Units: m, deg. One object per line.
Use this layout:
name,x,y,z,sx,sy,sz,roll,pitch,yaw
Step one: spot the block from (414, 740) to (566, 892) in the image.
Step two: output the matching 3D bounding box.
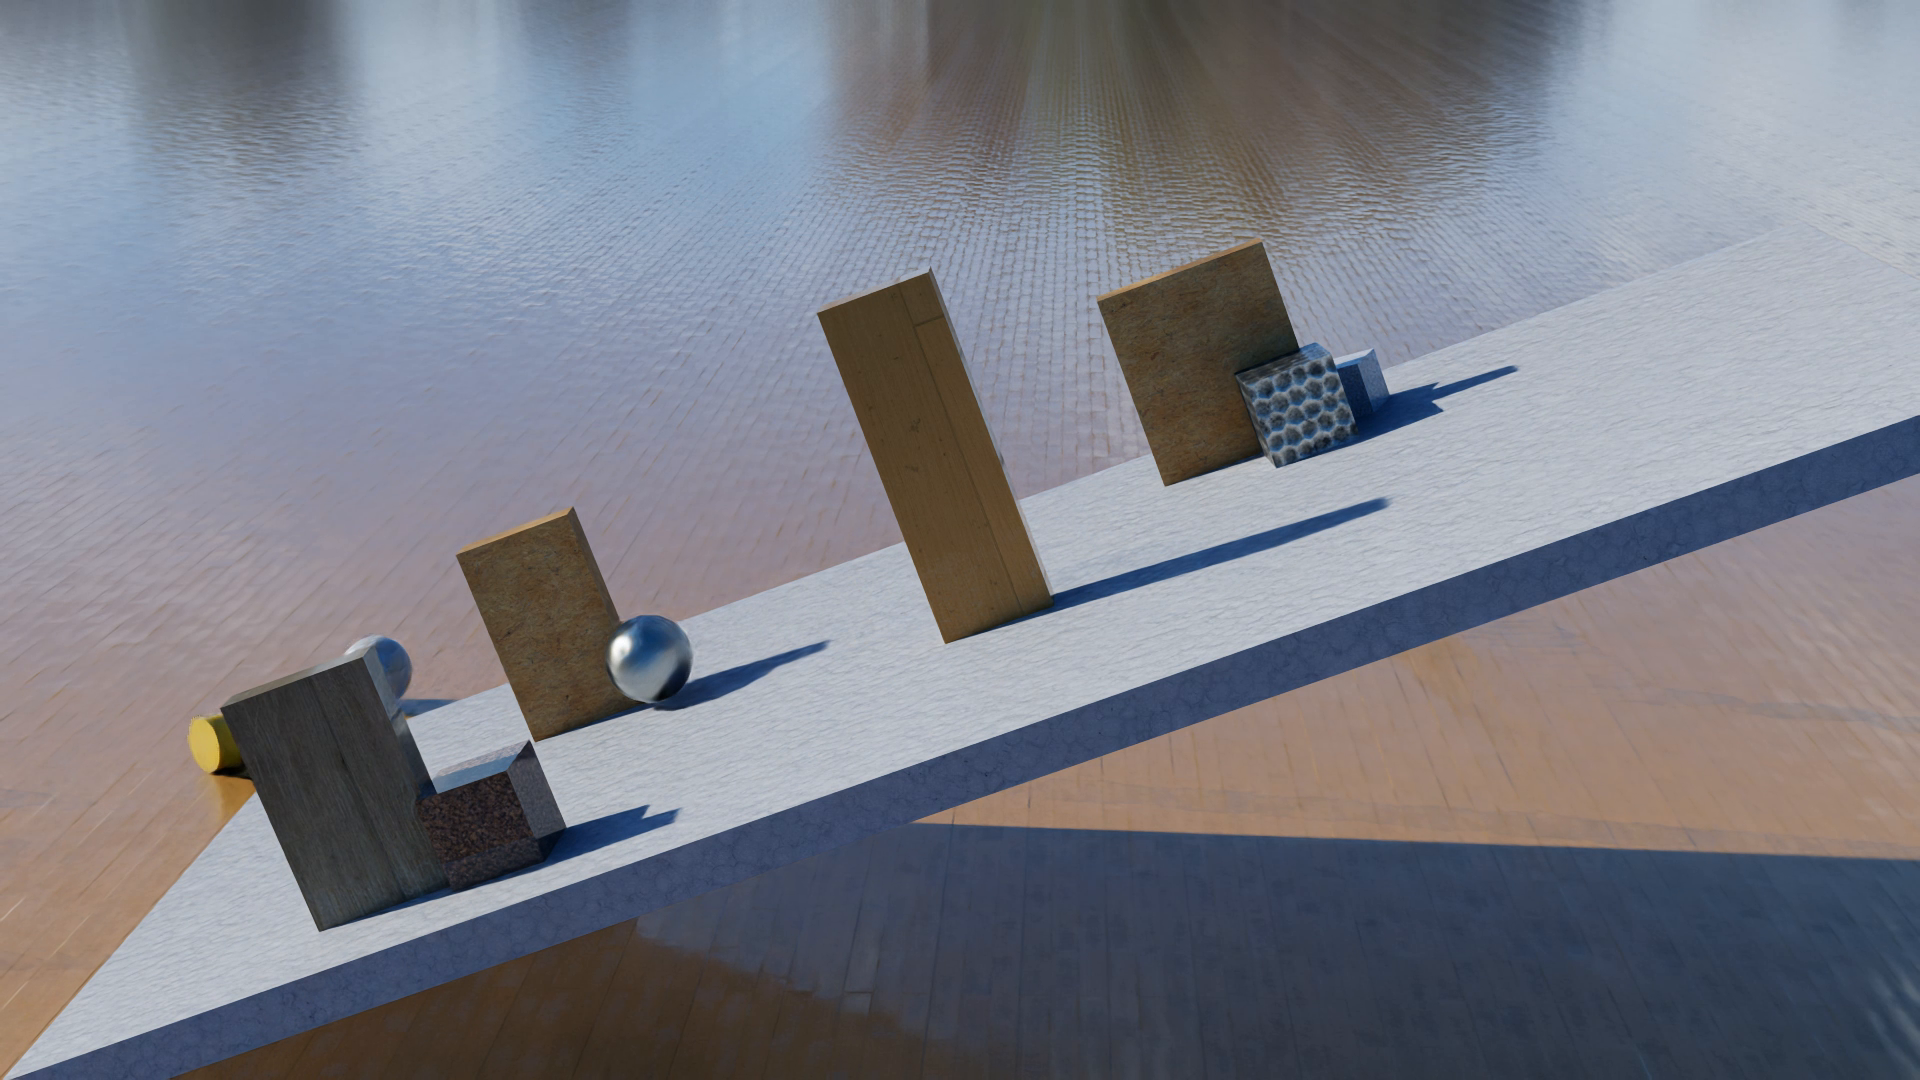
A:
block,-0.910,0.534,5.718,0.194,0.194,0.194,-19,12,10

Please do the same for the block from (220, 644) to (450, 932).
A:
block,-1.194,0.484,5.721,0.300,0.484,0.090,-20,12,7

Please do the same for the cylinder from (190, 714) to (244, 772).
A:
cylinder,-1.931,0.528,7.771,0.146,0.146,0.146,13,18,44

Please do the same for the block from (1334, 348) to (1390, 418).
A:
block,0.902,-0.355,6.798,0.122,0.122,0.122,-14,13,31

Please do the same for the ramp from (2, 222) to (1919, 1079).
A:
ramp,0.117,0.176,6.296,4.000,0.100,2.000,-20,12,7

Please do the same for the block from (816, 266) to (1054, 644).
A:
block,-0.046,-0.173,6.079,0.242,0.740,0.101,-20,12,7

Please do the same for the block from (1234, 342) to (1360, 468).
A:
block,0.758,-0.305,6.629,0.200,0.200,0.200,-21,11,1

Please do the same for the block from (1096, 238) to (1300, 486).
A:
block,0.580,-0.408,6.764,0.397,0.459,0.081,-20,12,7

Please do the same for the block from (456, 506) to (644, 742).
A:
block,-0.916,0.191,6.632,0.269,0.464,0.087,-20,12,7

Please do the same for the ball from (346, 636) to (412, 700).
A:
ball,-1.652,0.371,8.330,0.201,0.201,0.201,0,13,0

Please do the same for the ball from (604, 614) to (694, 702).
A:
ball,-0.689,0.263,6.521,0.195,0.195,0.195,0,13,0
